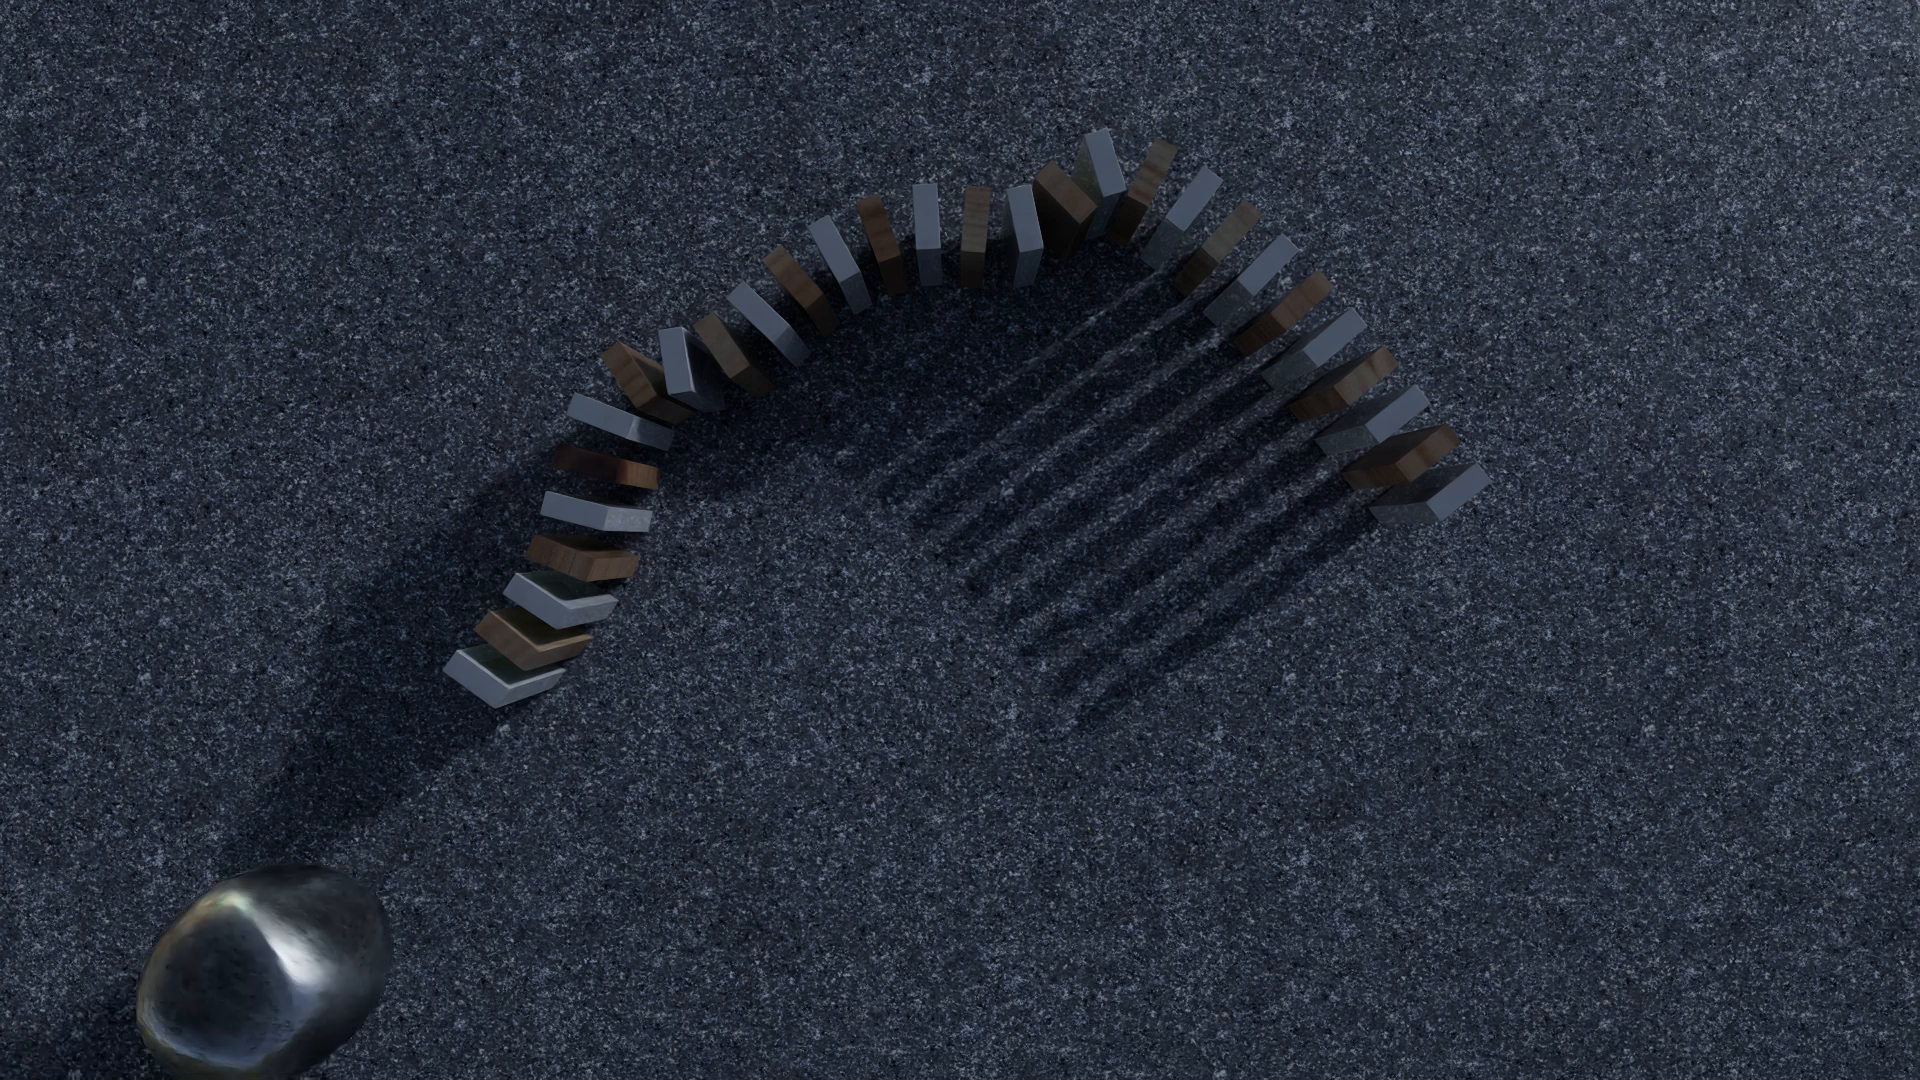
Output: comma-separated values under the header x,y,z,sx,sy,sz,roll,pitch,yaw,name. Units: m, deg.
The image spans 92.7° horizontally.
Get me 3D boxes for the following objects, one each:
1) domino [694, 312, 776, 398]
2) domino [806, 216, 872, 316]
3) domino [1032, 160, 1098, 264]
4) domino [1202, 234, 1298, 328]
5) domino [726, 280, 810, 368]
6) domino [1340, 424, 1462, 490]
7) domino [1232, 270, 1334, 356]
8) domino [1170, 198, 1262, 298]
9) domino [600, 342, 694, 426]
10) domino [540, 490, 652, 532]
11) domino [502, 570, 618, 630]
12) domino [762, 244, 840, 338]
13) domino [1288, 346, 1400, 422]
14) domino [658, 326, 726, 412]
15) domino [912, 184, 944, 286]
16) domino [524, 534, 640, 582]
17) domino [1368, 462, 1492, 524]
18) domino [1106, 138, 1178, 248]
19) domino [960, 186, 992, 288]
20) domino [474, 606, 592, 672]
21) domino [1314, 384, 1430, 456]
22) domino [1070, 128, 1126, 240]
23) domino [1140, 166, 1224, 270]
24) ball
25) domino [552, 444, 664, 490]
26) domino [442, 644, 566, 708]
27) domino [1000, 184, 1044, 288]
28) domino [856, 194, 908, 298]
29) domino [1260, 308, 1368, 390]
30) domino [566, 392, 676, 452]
x,y,z,sx,sy,sz,roll,pitch,yaw,name
-0.091,-0.074,0.375,0.010,0.050,0.025,-35,90,0,domino
-0.048,-0.111,0.375,0.010,0.050,0.025,-30,90,0,domino
0.040,-0.133,0.375,0.009,0.050,0.025,-44,90,0,domino
0.118,-0.105,0.375,0.009,0.050,0.025,45,90,0,domino
-0.077,-0.087,0.375,0.025,0.050,0.010,43,90,0,domino
0.179,-0.033,0.375,0.025,0.050,0.010,-38,90,0,domino
0.131,-0.092,0.375,0.025,0.050,0.010,-43,90,0,domino
0.104,-0.118,0.375,0.009,0.050,0.025,42,90,0,domino
-0.127,-0.063,0.375,0.010,0.050,0.025,-35,90,0,domino
-0.147,-0.011,0.375,0.025,0.050,0.010,14,90,0,domino
-0.162,0.023,0.375,0.025,0.050,0.009,33,90,0,domino
-0.064,-0.101,0.375,0.009,0.050,0.025,-41,90,0,domino
0.155,-0.063,0.375,0.025,0.050,0.010,-39,90,0,domino
-0.109,-0.069,0.375,0.010,0.050,0.025,-9,90,0,domino
-0.013,-0.124,0.375,0.009,0.050,0.025,-3,90,0,domino
-0.153,0.007,0.375,0.025,0.050,0.010,22,90,0,domino
0.191,-0.018,0.375,0.025,0.050,0.009,-38,90,0,domino
0.074,-0.141,0.375,0.009,0.050,0.025,27,90,0,domino
0.006,-0.123,0.375,0.009,0.050,0.025,5,90,0,domino
-0.173,0.039,0.375,0.025,0.050,0.010,39,90,0,domino
0.167,-0.048,0.375,0.025,0.050,0.010,-39,90,0,domino
0.056,-0.144,0.375,0.009,0.050,0.025,-17,90,0,domino
0.089,-0.130,0.375,0.009,0.050,0.025,37,90,0,domino
-0.270,0.170,0.360,0.080,0.080,0.080,0,90,0,ball
-0.143,-0.030,0.375,0.025,0.050,0.010,14,90,0,domino
-0.185,0.053,0.375,0.025,0.050,0.010,36,90,0,domino
0.025,-0.123,0.375,0.009,0.050,0.025,-12,90,0,domino
-0.031,-0.119,0.375,0.009,0.050,0.025,-20,90,0,domino
0.143,-0.077,0.375,0.025,0.050,0.010,-40,90,0,domino
-0.137,-0.048,0.375,0.025,0.050,0.009,21,90,0,domino
